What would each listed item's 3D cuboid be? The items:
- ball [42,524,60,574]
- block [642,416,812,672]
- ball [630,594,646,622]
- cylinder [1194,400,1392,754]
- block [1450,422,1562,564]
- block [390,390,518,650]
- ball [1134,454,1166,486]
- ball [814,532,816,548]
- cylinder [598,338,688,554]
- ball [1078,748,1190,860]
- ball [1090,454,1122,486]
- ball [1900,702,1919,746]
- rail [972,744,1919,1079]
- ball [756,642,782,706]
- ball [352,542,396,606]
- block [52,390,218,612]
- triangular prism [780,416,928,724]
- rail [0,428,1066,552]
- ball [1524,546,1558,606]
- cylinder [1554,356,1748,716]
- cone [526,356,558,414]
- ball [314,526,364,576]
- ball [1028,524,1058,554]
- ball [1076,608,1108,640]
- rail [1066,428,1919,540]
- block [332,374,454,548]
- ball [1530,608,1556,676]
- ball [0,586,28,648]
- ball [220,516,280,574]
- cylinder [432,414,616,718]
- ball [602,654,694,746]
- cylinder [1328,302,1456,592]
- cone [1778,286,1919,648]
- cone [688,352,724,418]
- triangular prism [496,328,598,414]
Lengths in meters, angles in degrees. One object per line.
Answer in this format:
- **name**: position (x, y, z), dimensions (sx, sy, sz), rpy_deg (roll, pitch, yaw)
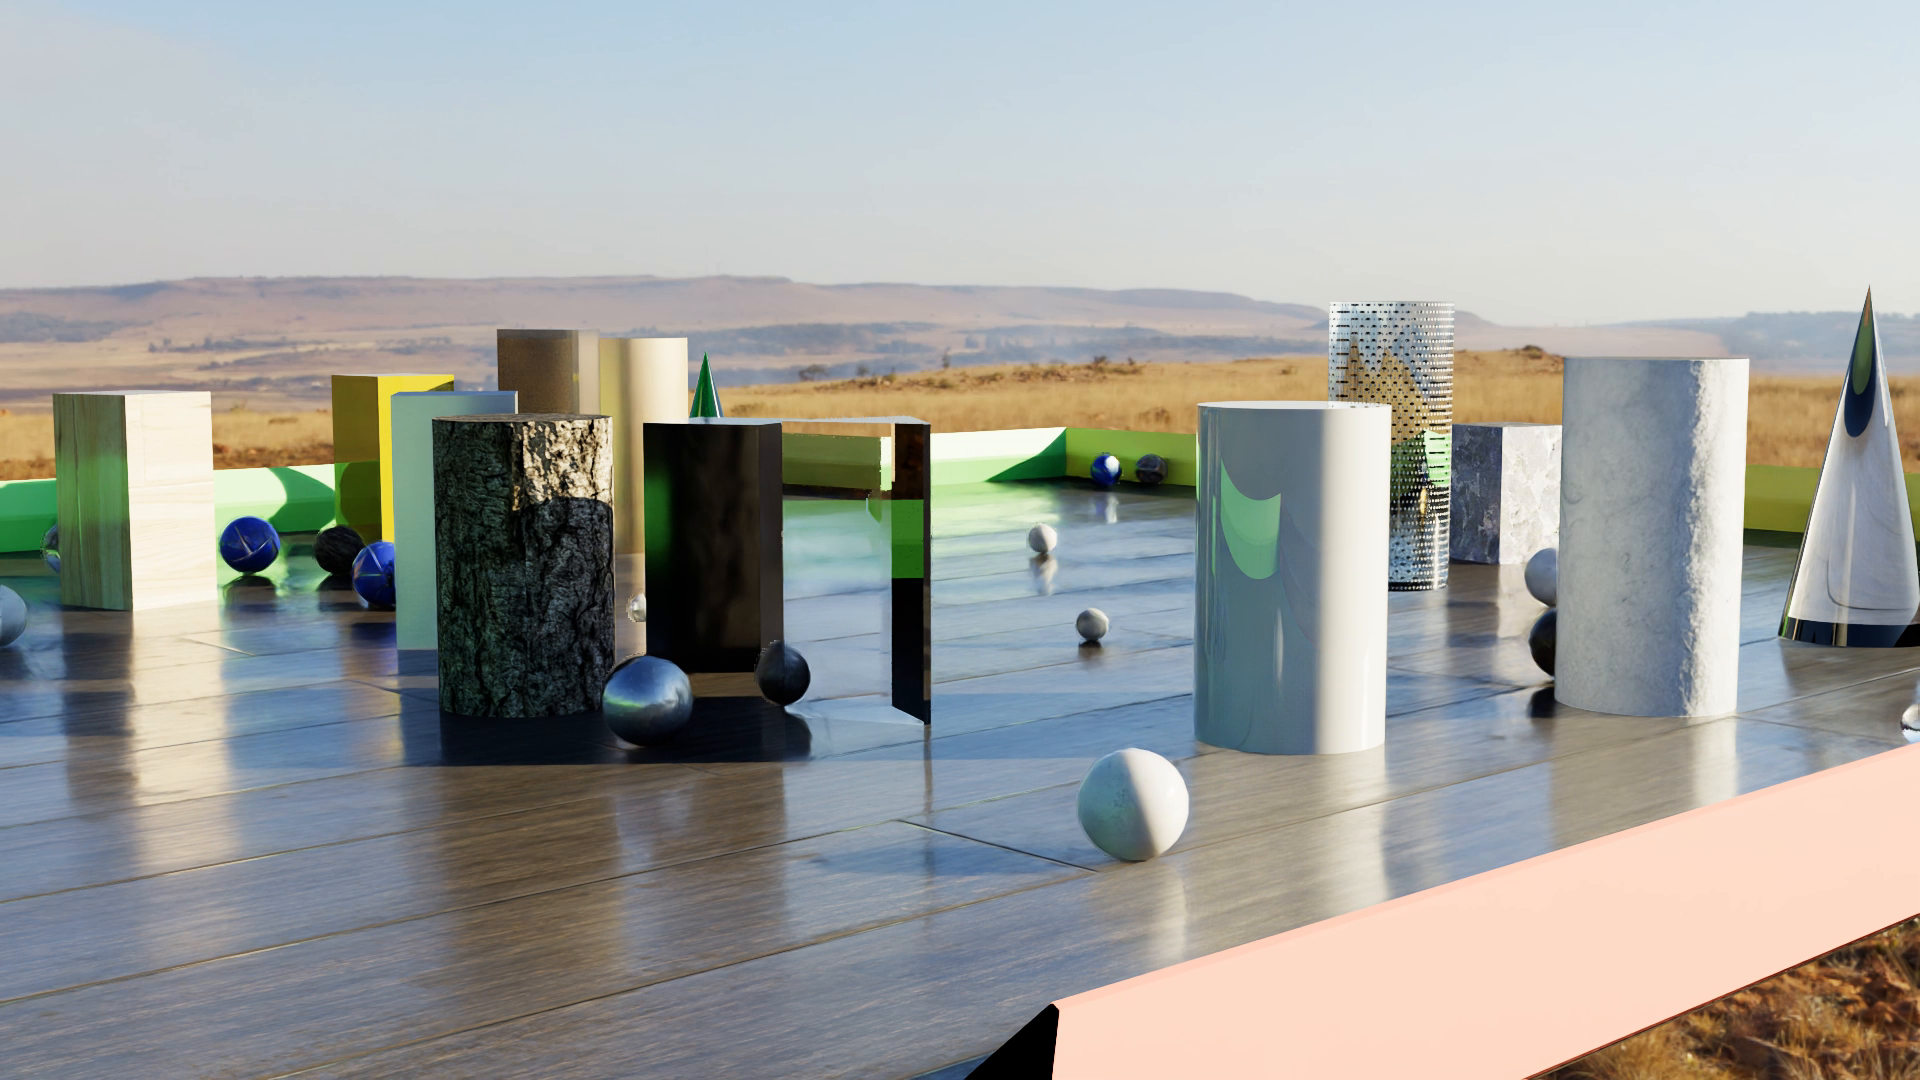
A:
- **ball**: position (-1.482, 0.013, 3.681), dimensions (0.100, 0.100, 0.100), rpy_deg (0, 6, 0)
- **block**: position (-0.293, 0.001, 2.805), dimensions (0.160, 0.306, 0.160), rpy_deg (2, 6, 20)
- **ball**: position (-0.455, 0.098, 3.158), dimensions (0.041, 0.041, 0.041), rpy_deg (0, 6, 0)
- **cylinder**: position (0.345, 0.033, 2.295), dimensions (0.200, 0.348, 0.200), rpy_deg (0, 6, 0)
- **block**: position (0.983, -0.088, 3.973), dimensions (0.160, 0.242, 0.160), rpy_deg (-3, 7, -29)
- **block**: position (-0.679, -0.032, 2.980), dimensions (0.160, 0.334, 0.160), rpy_deg (-1, 6, -10)
- **ball**: position (0.488, -0.179, 5.629), dimensions (0.081, 0.081, 0.081), rpy_deg (0, 6, 0)
- **ball**: position (-0.296, 0.000, 3.879), dimensions (0.086, 0.086, 0.086), rpy_deg (0, 6, 0)
- **cylinder**: position (-0.611, -0.182, 4.134), dimensions (0.200, 0.395, 0.200), rpy_deg (0, 6, 0)
- **ball**: position (0.141, 0.215, 1.789), dimensions (0.091, 0.091, 0.091), rpy_deg (0, 6, 0)
- **ball**: position (0.373, -0.177, 5.609), dimensions (0.080, 0.080, 0.080), rpy_deg (0, 6, 0)
- **ball**: position (0.986, 0.189, 2.242), dimensions (0.049, 0.049, 0.049), rpy_deg (0, 6, 0)
- **rail**: position (1.170, 0.165, 2.071), dimensions (4.007, 0.130, 0.045), rpy_deg (-5, 8, -42)
- **ball**: position (-0.193, 0.151, 2.487), dimensions (0.074, 0.074, 0.074), rpy_deg (0, 6, 0)
- **ball**: position (-0.872, 0.051, 3.333), dimensions (0.098, 0.098, 0.098), rpy_deg (0, 6, 0)
- **block**: position (-1.261, -0.065, 3.367), dimensions (0.160, 0.321, 0.160), rpy_deg (3, 7, 29)
- **triangular prism**: position (-0.089, 0.028, 2.458), dimensions (0.173, 0.325, 0.150), rpy_deg (2, 6, 21)
- **rail**: position (-1.170, -0.097, 4.593), dimensions (4.007, 0.130, 0.045), rpy_deg (-5, 8, -42)
- **ball**: position (0.901, 0.055, 3.326), dimensions (0.091, 0.091, 0.091), rpy_deg (0, 6, 0)
- **cylinder**: position (0.784, -0.010, 2.500), dimensions (0.200, 0.392, 0.200), rpy_deg (0, 6, 0)
- **cone**: position (-0.846, -0.196, 4.454), dimensions (0.200, 0.357, 0.200), rpy_deg (0, 6, 0)
- **ball**: position (-1.050, 0.018, 3.722), dimensions (0.082, 0.082, 0.082), rpy_deg (0, 6, 0)
- **ball**: position (0.152, -0.002, 4.055), dimensions (0.054, 0.054, 0.054), rpy_deg (0, 6, 0)
- **ball**: position (0.180, 0.115, 2.981), dimensions (0.044, 0.044, 0.044), rpy_deg (0, 6, 0)
- **rail**: position (1.455, -0.105, 4.667), dimensions (0.045, 0.130, 3.498), rpy_deg (-5, 8, -42)
- **block**: position (-1.055, -0.144, 4.103), dimensions (0.160, 0.327, 0.160), rpy_deg (6, 8, 43)
- **ball**: position (0.735, 0.125, 2.665), dimensions (0.089, 0.089, 0.089), rpy_deg (0, 6, 0)
- **ball**: position (-1.282, 0.101, 2.918), dimensions (0.084, 0.084, 0.084), rpy_deg (0, 6, 0)
- **ball**: position (-1.208, 0.008, 3.738), dimensions (0.098, 0.098, 0.098), rpy_deg (0, 6, 0)
- **cylinder**: position (-0.494, 0.023, 2.500), dimensions (0.200, 0.325, 0.200), rpy_deg (0, 6, 0)
- **ball**: position (-0.321, 0.165, 2.258), dimensions (0.094, 0.094, 0.094), rpy_deg (0, 6, 0)
- **cylinder**: position (0.698, -0.157, 3.577), dimensions (0.200, 0.460, 0.200), rpy_deg (0, 6, 0)
- **cone**: position (1.228, -0.107, 2.993), dimensions (0.200, 0.482, 0.200), rpy_deg (0, 6, 0)
- **cone**: position (-0.440, -0.142, 3.829), dimensions (0.200, 0.379, 0.200), rpy_deg (0, 6, 0)
- **triangular prism**: position (-0.655, -0.146, 3.688), dimensions (0.173, 0.415, 0.150), rpy_deg (4, 7, 32)
